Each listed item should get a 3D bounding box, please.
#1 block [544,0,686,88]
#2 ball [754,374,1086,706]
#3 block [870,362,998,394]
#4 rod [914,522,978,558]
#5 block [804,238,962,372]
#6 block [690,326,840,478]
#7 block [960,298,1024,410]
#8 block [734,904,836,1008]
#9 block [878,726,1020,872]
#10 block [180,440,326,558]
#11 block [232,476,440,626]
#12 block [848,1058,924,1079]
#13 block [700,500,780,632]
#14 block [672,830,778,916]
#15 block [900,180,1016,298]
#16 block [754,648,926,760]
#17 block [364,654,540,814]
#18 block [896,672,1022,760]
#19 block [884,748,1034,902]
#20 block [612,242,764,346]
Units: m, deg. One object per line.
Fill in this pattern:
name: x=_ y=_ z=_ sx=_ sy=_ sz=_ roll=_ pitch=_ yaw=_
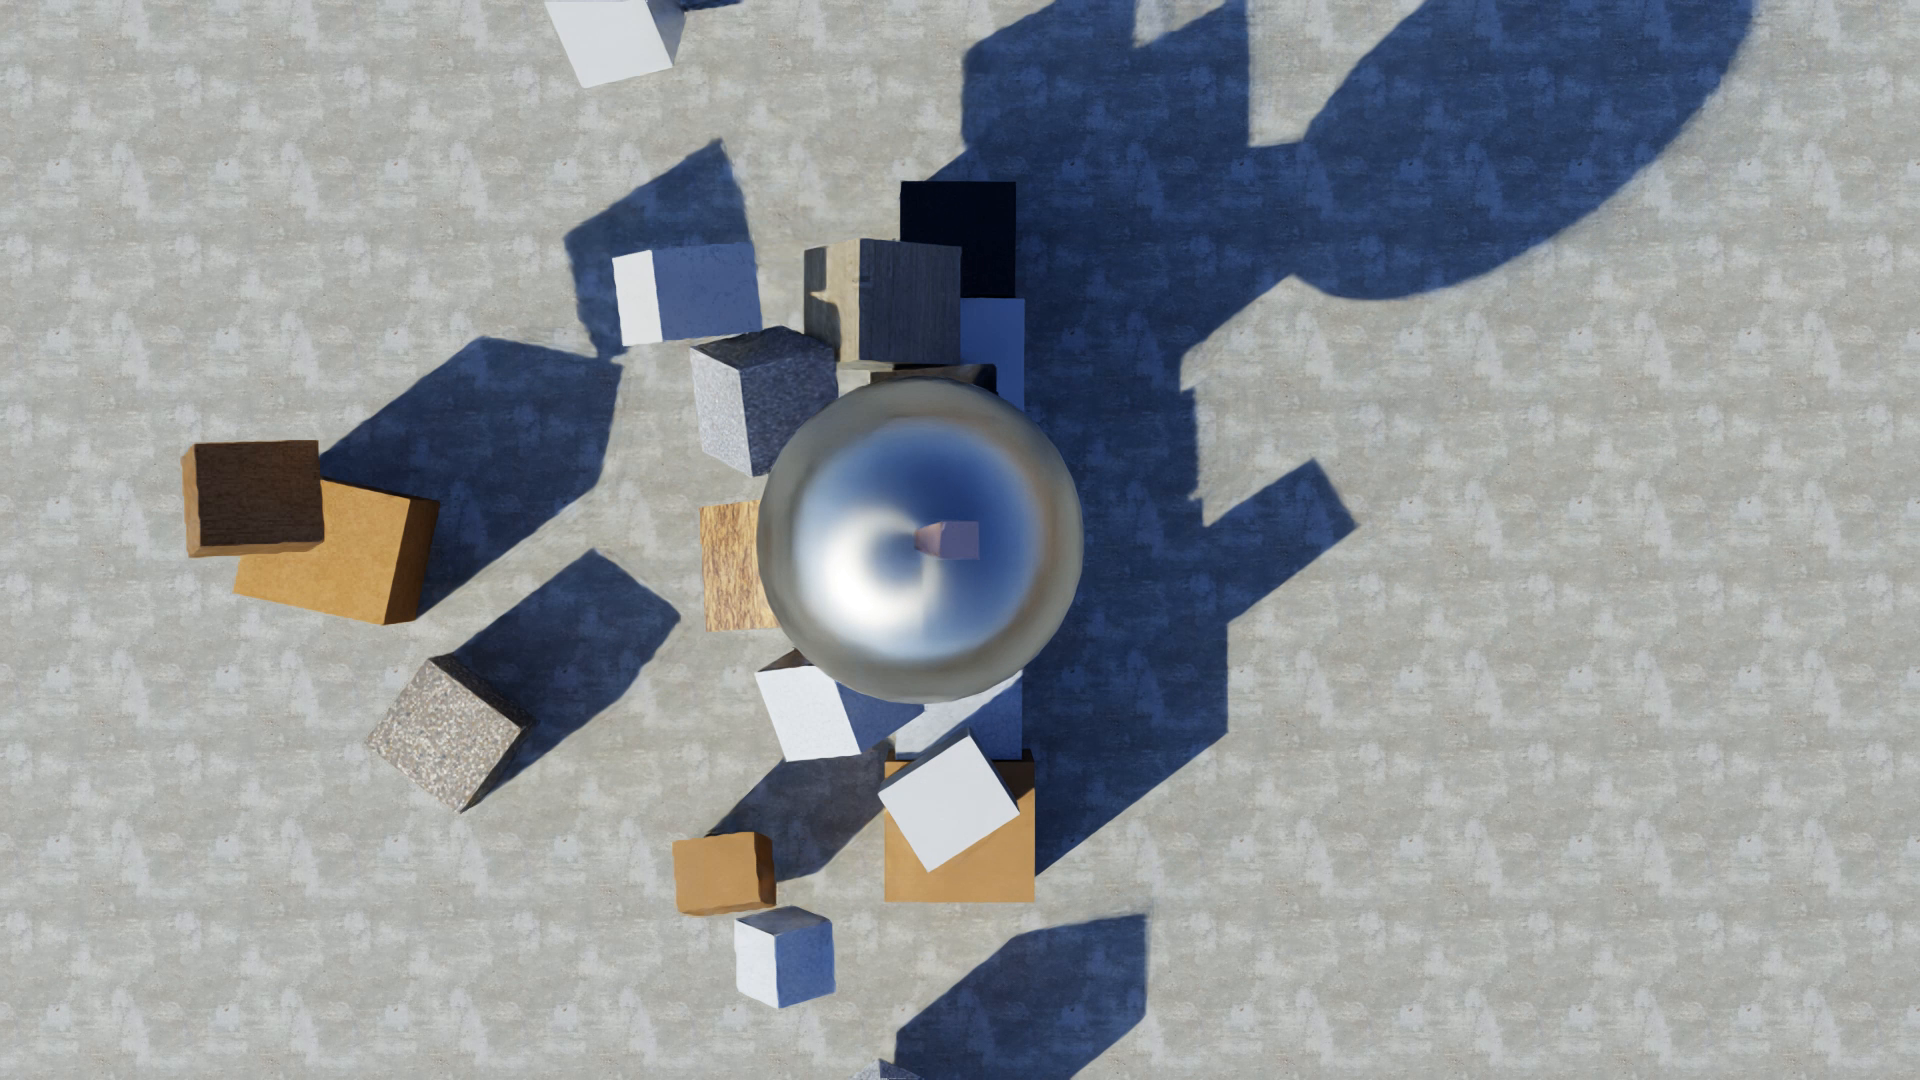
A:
block: x=-1.939 y=-2.995 z=12.423 sx=0.548 sy=0.560 sz=0.568 roll=-10 pitch=130 yaw=12
ball: x=-0.192 y=0.000 z=10.673 sx=1.600 sy=1.600 sz=1.600 roll=0 pitch=90 yaw=0
block: x=-0.118 y=-0.590 z=12.032 sx=0.671 sy=0.575 sz=0.662 roll=-4 pitch=90 yaw=1
rod: x=-0.083 y=0.000 z=7.275 sx=0.080 sy=5.200 sz=0.080 roll=0 pitch=90 yaw=-2
block: x=-0.425 y=-1.263 z=11.951 sx=0.632 sy=0.614 sz=0.640 roll=0 pitch=90 yaw=-32
block: x=-1.040 y=-0.757 z=11.864 sx=0.564 sy=0.602 sz=0.593 roll=-17 pitch=114 yaw=-28
block: x=-0.004 y=-1.022 z=12.689 sx=0.732 sy=0.621 sz=0.681 roll=1 pitch=90 yaw=0
block: x=-0.976 y=2.314 z=12.239 sx=0.385 sy=0.411 sz=0.414 roll=-8 pitch=100 yaw=-37
block: x=-0.059 y=1.397 z=11.928 sx=0.578 sy=0.583 sz=0.497 roll=-33 pitch=90 yaw=0
block: x=-3.757 y=-0.217 z=11.676 sx=0.623 sy=0.526 sz=0.537 roll=-3 pitch=85 yaw=-27
block: x=-3.565 y=0.034 z=12.639 sx=0.858 sy=0.722 sz=0.721 roll=12 pitch=90 yaw=0
block: x=-0.400 y=3.437 z=12.497 sx=0.611 sy=0.615 sz=0.550 roll=33 pitch=121 yaw=-30
block: x=-0.889 y=0.134 z=12.018 sx=0.698 sy=0.757 sz=0.679 roll=-6 pitch=86 yaw=39
block: x=-1.355 y=1.932 z=12.708 sx=0.477 sy=0.446 sz=0.401 roll=-8 pitch=76 yaw=7
block: x=-0.012 y=-1.702 z=12.700 sx=0.652 sy=0.599 sz=0.642 roll=1 pitch=90 yaw=0
block: x=-0.655 y=0.834 z=12.050 sx=0.577 sy=0.568 sz=0.528 roll=-10 pitch=104 yaw=42
block: x=-2.927 y=1.113 z=12.718 sx=0.671 sy=0.563 sz=0.602 roll=37 pitch=90 yaw=0
block: x=-0.007 y=0.901 z=12.634 sx=0.705 sy=0.732 sz=0.647 roll=0 pitch=90 yaw=0
block: x=-0.001 y=1.625 z=12.610 sx=0.833 sy=0.780 sz=0.780 roll=0 pitch=90 yaw=0
block: x=-1.448 y=-1.305 z=11.686 sx=0.579 sy=0.534 sz=0.470 roll=-9 pitch=96 yaw=-30
